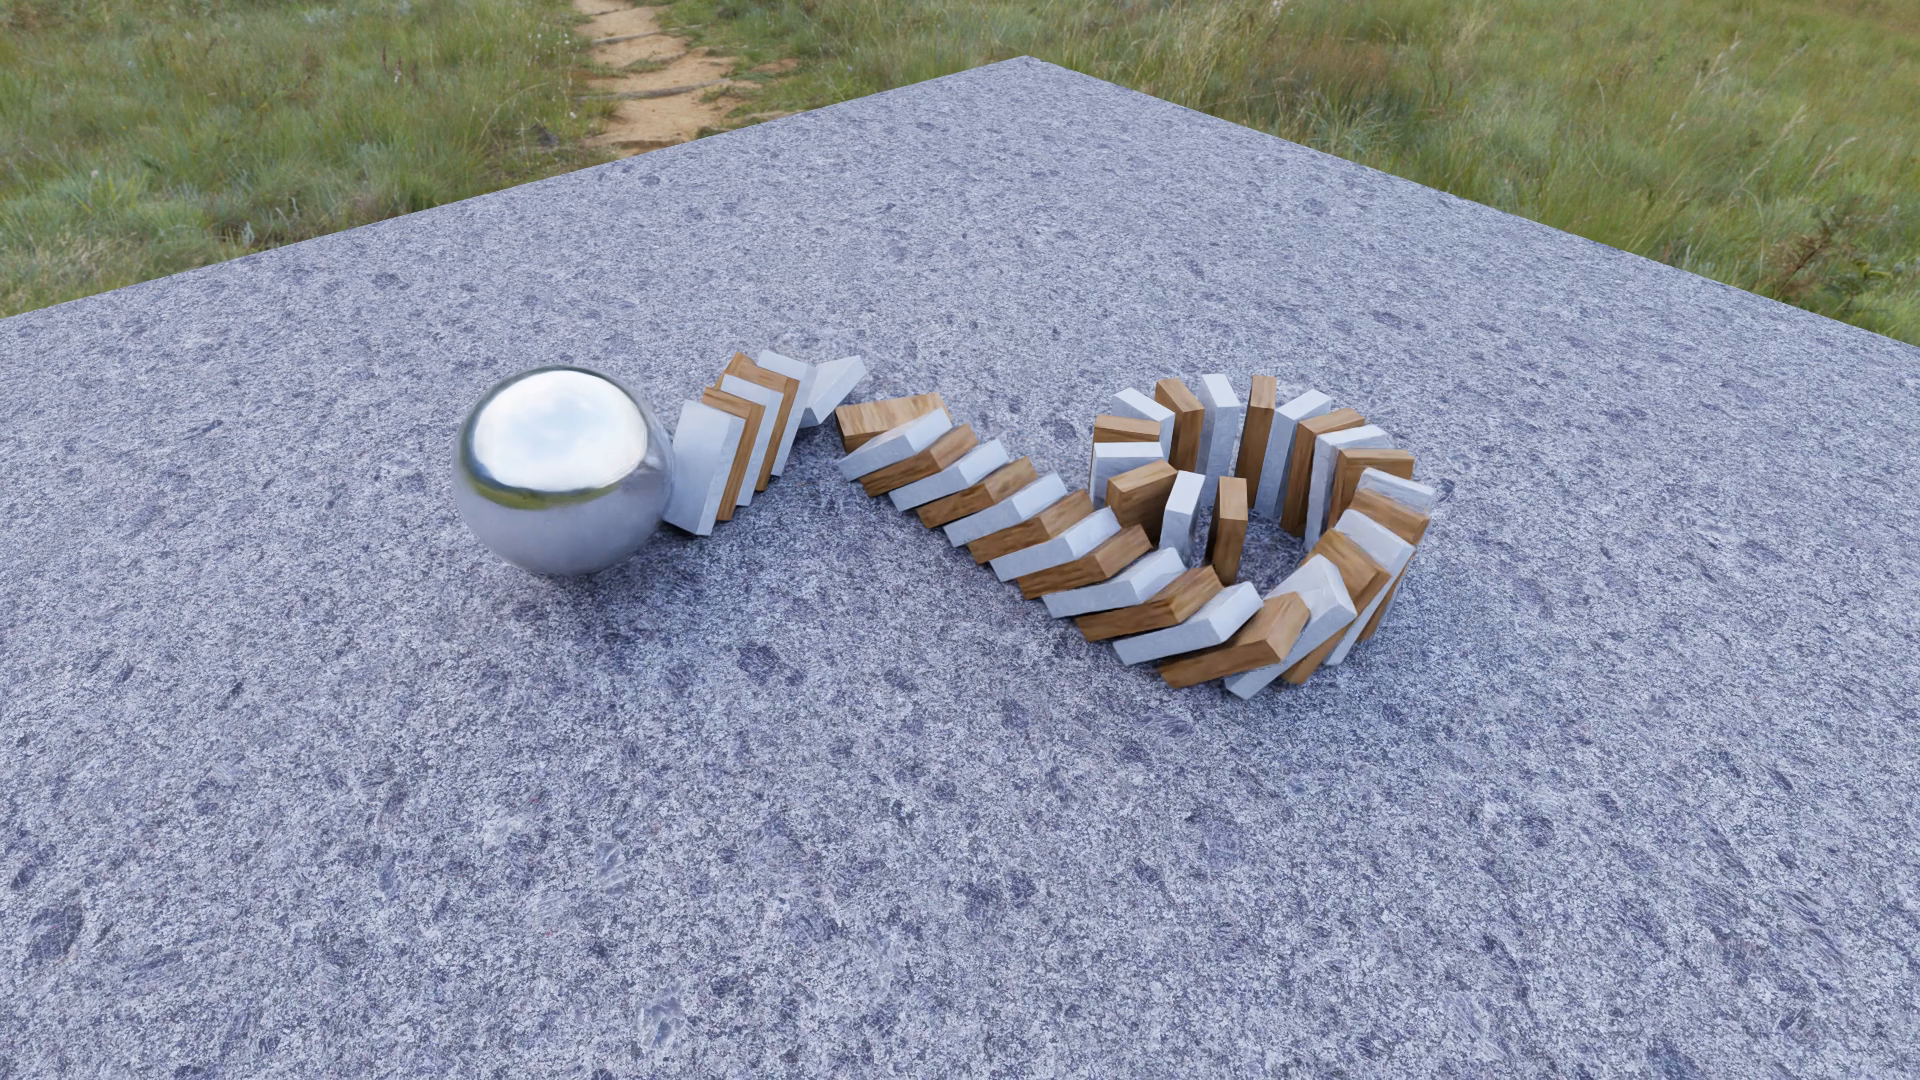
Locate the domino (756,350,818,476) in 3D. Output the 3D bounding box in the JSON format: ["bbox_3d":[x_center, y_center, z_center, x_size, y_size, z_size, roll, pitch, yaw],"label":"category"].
[{"bbox_3d":[-0.083,-0.056,0.484,0.025,0.050,0.009,22,3,24],"label":"domino"}]

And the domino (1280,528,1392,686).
[{"bbox_3d":[0.124,0.023,0.385,0.010,0.050,0.025,16,26,-38],"label":"domino"}]

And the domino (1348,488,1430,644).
[{"bbox_3d":[0.147,0.009,0.401,0.025,0.050,0.009,34,26,34],"label":"domino"}]

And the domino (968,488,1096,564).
[{"bbox_3d":[0.027,-0.005,0.424,0.025,0.009,0.050,-32,6,-33],"label":"domino"}]

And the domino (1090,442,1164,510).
[{"bbox_3d":[0.063,-0.015,0.429,0.025,0.050,0.010,-1,39,-1],"label":"domino"}]

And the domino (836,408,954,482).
[{"bbox_3d":[-0.028,-0.040,0.470,0.050,0.009,0.025,-16,19,49],"label":"domino"}]

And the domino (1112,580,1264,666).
[{"bbox_3d":[0.078,0.029,0.382,0.025,0.050,0.009,-34,95,-34],"label":"domino"}]

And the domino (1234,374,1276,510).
[{"bbox_3d":[0.123,-0.041,0.461,0.010,0.050,0.025,9,40,11],"label":"domino"}]

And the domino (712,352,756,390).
[{"bbox_3d":[-0.097,-0.065,0.511,0.010,0.025,0.050,27,14,-47],"label":"domino"}]

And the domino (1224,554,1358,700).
[{"bbox_3d":[0.111,0.030,0.378,0.010,0.050,0.025,30,33,-23],"label":"domino"}]

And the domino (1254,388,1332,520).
[{"bbox_3d":[0.137,-0.035,0.454,0.025,0.050,0.010,-28,47,-30],"label":"domino"}]

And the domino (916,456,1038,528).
[{"bbox_3d":[0.006,-0.019,0.442,0.025,0.009,0.050,-33,9,-34],"label":"domino"}]

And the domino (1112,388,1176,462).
[{"bbox_3d":[0.073,-0.035,0.454,0.009,0.050,0.025,-26,46,-28],"label":"domino"}]

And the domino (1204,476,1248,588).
[{"bbox_3d":[0.097,0.004,0.406,0.009,0.050,0.025,6,40,7],"label":"domino"}]

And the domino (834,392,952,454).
[{"bbox_3d":[-0.031,-0.055,0.510,0.050,0.009,0.025,-10,40,-12],"label":"domino"}]

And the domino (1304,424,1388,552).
[{"bbox_3d":[0.152,-0.019,0.434,0.025,0.050,0.010,-11,30,-13],"label":"domino"}]

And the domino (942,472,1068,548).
[{"bbox_3d":[0.017,-0.011,0.433,0.025,0.009,0.050,-32,6,-33],"label":"domino"}]

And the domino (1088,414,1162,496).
[{"bbox_3d":[0.065,-0.025,0.443,0.025,0.050,0.009,9,40,11],"label":"domino"}]

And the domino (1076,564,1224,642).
[{"bbox_3d":[0.066,0.023,0.391,0.025,0.009,0.050,-32,6,-33],"label":"domino"}]

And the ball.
[{"bbox_3d":[-0.150,-0.026,0.420,0.080,0.080,0.080,0,39,0],"label":"ball"}]

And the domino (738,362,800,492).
[{"bbox_3d":[-0.089,-0.049,0.475,0.025,0.050,0.010,22,7,24],"label":"domino"}]

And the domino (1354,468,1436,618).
[{"bbox_3d":[0.155,0.001,0.410,0.025,0.050,0.009,23,26,25],"label":"domino"}]

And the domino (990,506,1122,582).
[{"bbox_3d":[0.035,0.002,0.416,0.025,0.010,0.050,-32,6,-32],"label":"domino"}]

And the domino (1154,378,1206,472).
[{"bbox_3d":[0.089,-0.039,0.460,0.009,0.050,0.025,-11,41,-13],"label":"domino"}]

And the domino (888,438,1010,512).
[{"bbox_3d":[-0.005,-0.026,0.452,0.025,0.009,0.050,-37,13,-36],"label":"domino"}]

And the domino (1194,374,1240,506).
[{"bbox_3d":[0.106,-0.042,0.462,0.010,0.050,0.025,-3,39,-4],"label":"domino"}]

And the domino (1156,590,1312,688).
[{"bbox_3d":[0.092,0.034,0.374,0.009,0.050,0.025,51,53,-9],"label":"domino"}]

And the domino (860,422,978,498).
[{"bbox_3d":[-0.018,-0.033,0.461,0.050,0.009,0.025,-16,19,49],"label":"domino"}]

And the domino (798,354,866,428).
[{"bbox_3d":[-0.067,-0.070,0.521,0.025,0.009,0.050,-6,33,31],"label":"domino"}]

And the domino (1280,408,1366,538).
[{"bbox_3d":[0.146,-0.027,0.444,0.025,0.050,0.010,-17,38,-19],"label":"domino"}]

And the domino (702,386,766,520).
[{"bbox_3d":[-0.101,-0.036,0.459,0.025,0.050,0.009,22,7,24],"label":"domino"}]

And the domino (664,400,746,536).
[{"bbox_3d":[-0.108,-0.030,0.451,0.025,0.050,0.009,22,7,24],"label":"domino"}]

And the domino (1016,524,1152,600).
[{"bbox_3d":[0.045,0.008,0.408,0.025,0.010,0.050,-32,6,-32],"label":"domino"}]

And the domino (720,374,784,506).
[{"bbox_3d":[-0.095,-0.042,0.467,0.025,0.050,0.010,22,7,24],"label":"domino"}]

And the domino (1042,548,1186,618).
[{"bbox_3d":[0.055,0.016,0.400,0.025,0.010,0.050,-32,9,-33],"label":"domino"}]

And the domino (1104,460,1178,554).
[{"bbox_3d":[0.067,-0.004,0.417,0.025,0.050,0.009,-20,43,-23],"label":"domino"}]

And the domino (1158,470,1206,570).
[{"bbox_3d":[0.081,0.002,0.409,0.009,0.050,0.025,13,41,16],"label":"domino"}]

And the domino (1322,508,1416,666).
[{"bbox_3d":[0.137,0.017,0.392,0.010,0.050,0.025,6,28,-43],"label":"domino"}]

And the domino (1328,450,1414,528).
[{"bbox_3d":[0.156,-0.009,0.422,0.025,0.050,0.010,1,24,1],"label":"domino"}]
